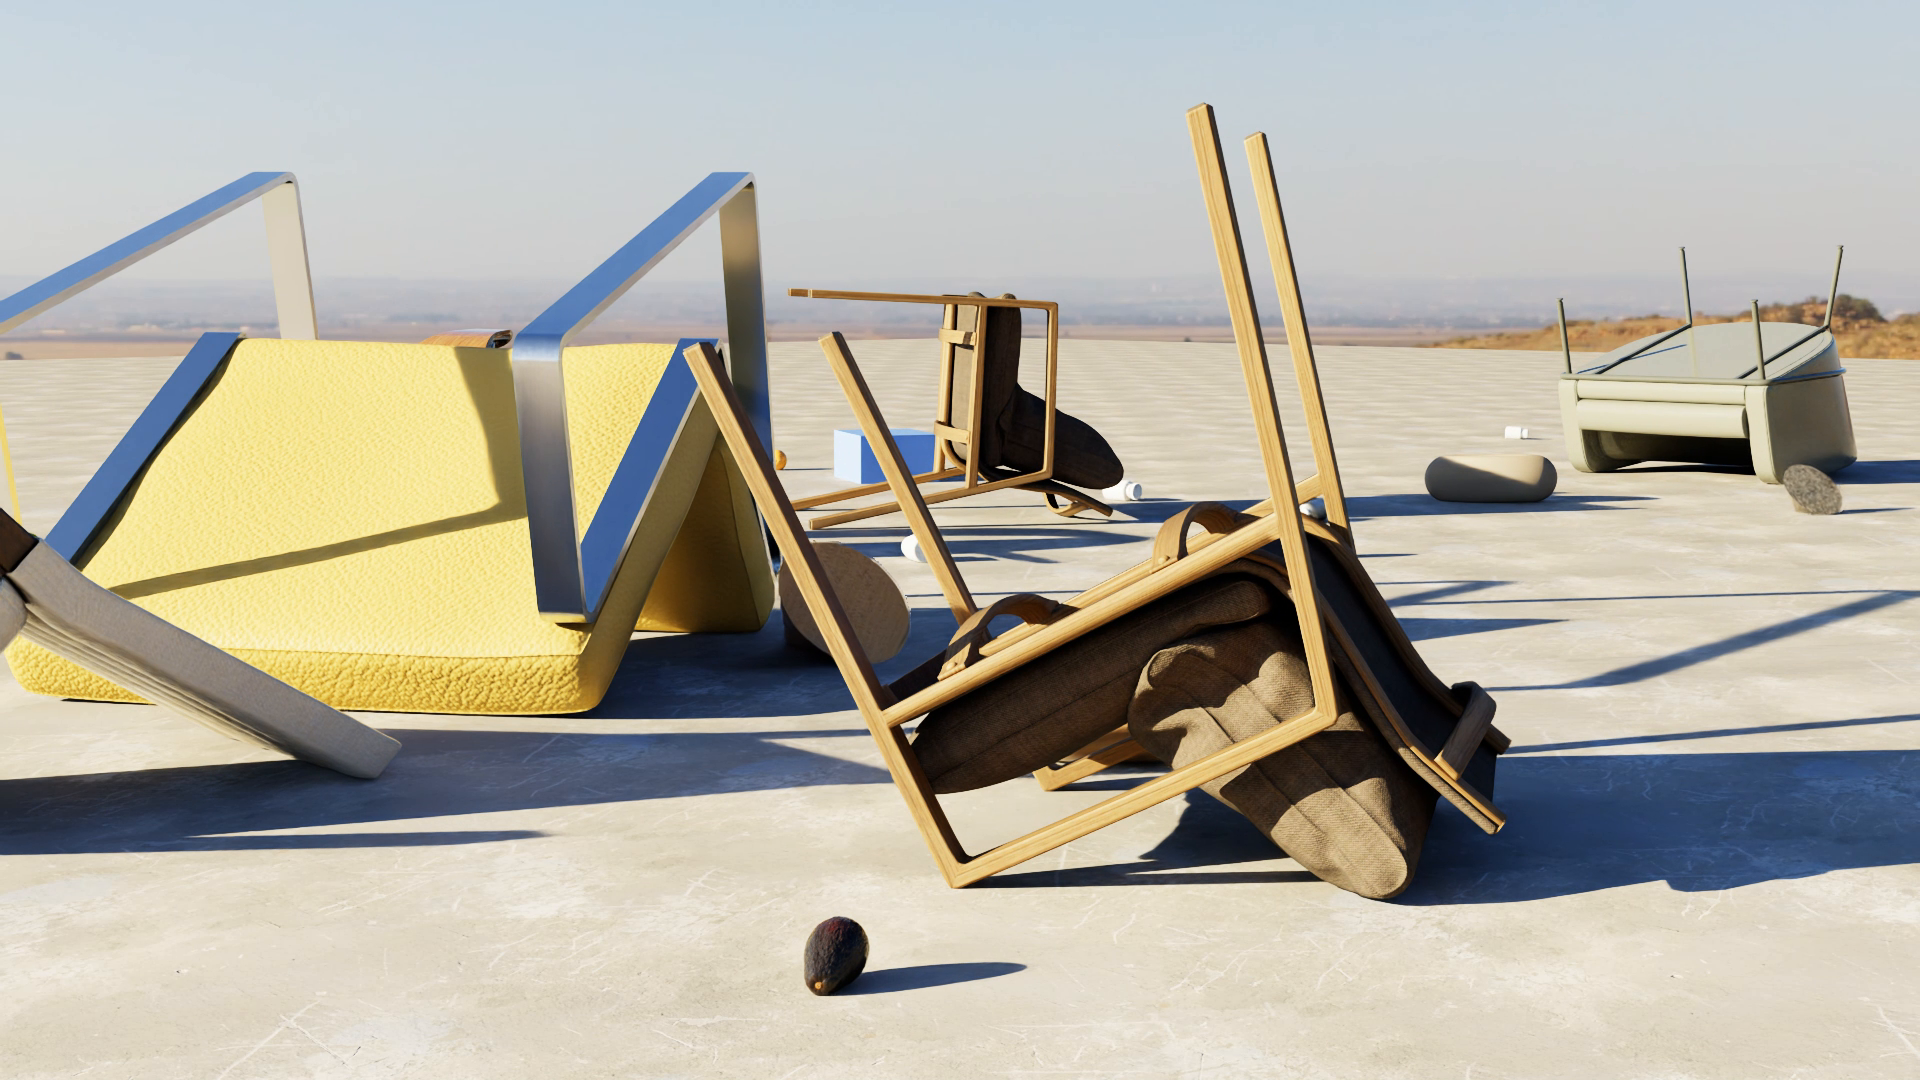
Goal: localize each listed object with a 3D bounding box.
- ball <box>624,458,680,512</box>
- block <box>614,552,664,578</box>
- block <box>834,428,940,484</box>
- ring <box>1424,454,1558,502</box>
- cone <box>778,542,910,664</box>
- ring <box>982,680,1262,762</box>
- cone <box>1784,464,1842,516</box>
[{"bbox_3d":[-0.858,-0.154,7.150,0.154,0.154,0.154,0,6,0],"label":"ball"},{"bbox_3d":[-0.708,0.054,5.664,0.066,0.045,0.105,3,7,25],"label":"block"},{"bbox_3d":[-0.240,-0.273,8.318,0.259,0.153,0.331,-2,6,-17],"label":"block"},{"bbox_3d":[1.554,-0.180,7.513,0.382,0.137,0.188,0,4,9],"label":"ring"},{"bbox_3d":[-0.254,0.148,4.480,0.256,0.199,0.256,35,-31,-12],"label":"cone"},{"bbox_3d":[0.227,0.253,3.601,0.407,0.075,0.349,-3,6,-26],"label":"ring"},{"bbox_3d":[2.354,-0.110,7.157,0.181,0.094,0.188,37,47,11],"label":"cone"}]
